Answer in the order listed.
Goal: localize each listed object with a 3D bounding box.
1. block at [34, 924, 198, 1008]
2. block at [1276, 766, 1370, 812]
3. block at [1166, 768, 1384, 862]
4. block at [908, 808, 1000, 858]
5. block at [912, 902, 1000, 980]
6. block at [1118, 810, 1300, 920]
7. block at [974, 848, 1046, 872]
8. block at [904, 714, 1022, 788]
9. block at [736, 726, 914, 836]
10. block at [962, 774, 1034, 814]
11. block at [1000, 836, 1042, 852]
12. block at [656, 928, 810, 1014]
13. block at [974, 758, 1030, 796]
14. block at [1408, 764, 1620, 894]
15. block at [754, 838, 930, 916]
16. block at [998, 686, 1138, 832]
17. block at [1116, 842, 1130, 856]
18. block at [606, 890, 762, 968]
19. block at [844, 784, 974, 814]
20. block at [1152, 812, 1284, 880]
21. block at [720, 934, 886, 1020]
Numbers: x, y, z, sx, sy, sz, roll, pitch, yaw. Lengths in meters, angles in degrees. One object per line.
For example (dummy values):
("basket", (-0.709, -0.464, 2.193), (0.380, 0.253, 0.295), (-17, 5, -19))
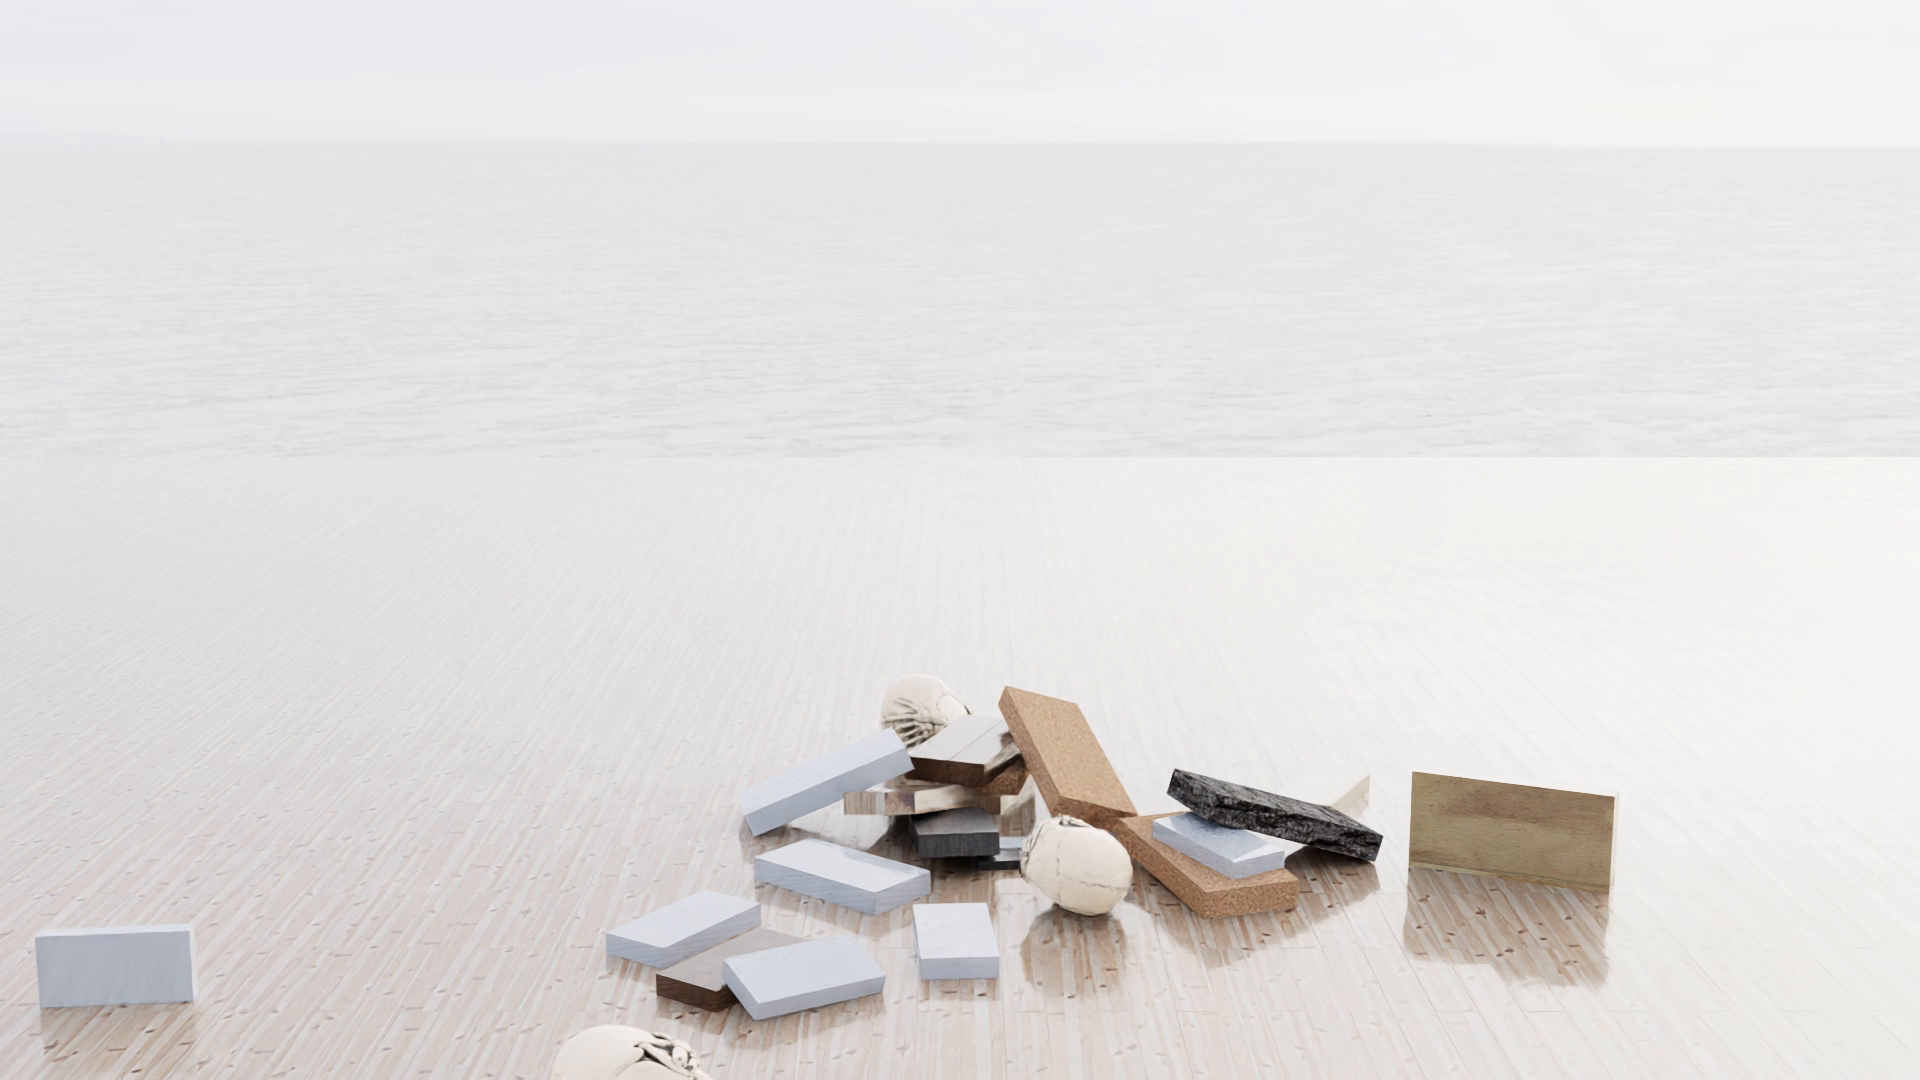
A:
("block", (-1.229, 0.621, 3.207), (0.216, 0.108, 0.031), (-1, 10, -7))
("block", (0.684, 0.481, 4.166), (0.116, 0.033, 0.232), (6, 12, 27))
("block", (0.548, 0.479, 3.836), (0.339, 0.048, 0.170), (16, 3, -21))
("block", (-0.013, 0.512, 3.863), (0.138, 0.039, 0.276), (-1, 2, -5))
("block", (-0.008, 0.621, 3.413), (0.118, 0.033, 0.236), (-1, 11, -4))
("block", (0.416, 0.544, 3.724), (0.170, 0.048, 0.339), (-4, 15, -20))
("block", (0.085, 0.555, 3.815), (0.116, 0.016, 0.058), (-2, 11, -8))
("block", (0.025, 0.401, 4.205), (0.157, 0.044, 0.313), (4, 11, 20))
("block", (-0.249, 0.442, 4.042), (0.313, 0.044, 0.157), (-22, 13, -7))
("block", (0.055, 0.472, 4.216), (0.116, 0.033, 0.232), (3, 11, 17))
("block", (0.082, 0.542, 3.883), (0.116, 0.016, 0.058), (-1, 11, -6))
("block", (-0.331, 0.642, 3.296), (0.118, 0.033, 0.236), (7, 13, 34))
("block", (0.072, 0.438, 4.219), (0.116, 0.033, 0.232), (2, 11, 10))
("block", (0.940, 0.490, 3.743), (0.339, 0.170, 0.048), (5, 12, 25))
("block", (-0.199, 0.564, 3.702), (0.276, 0.039, 0.138), (9, 14, 39))
("block", (0.198, 0.409, 4.141), (0.157, 0.044, 0.446), (16, 18, -18))
("block", (0.335, 0.545, 3.862), (0.058, 0.016, 0.116), (-12, 16, -44))
("block", (-0.433, 0.611, 3.464), (0.118, 0.033, 0.236), (7, 13, 33))
("block", (-0.090, 0.471, 3.994), (0.138, 0.039, 0.276), (-3, -4, 22))
("block", (0.433, 0.510, 3.699), (0.108, 0.031, 0.216), (-8, 17, -32))
("block", (-0.229, 0.638, 3.220), (0.216, 0.031, 0.108), (-5, 30, -35))
